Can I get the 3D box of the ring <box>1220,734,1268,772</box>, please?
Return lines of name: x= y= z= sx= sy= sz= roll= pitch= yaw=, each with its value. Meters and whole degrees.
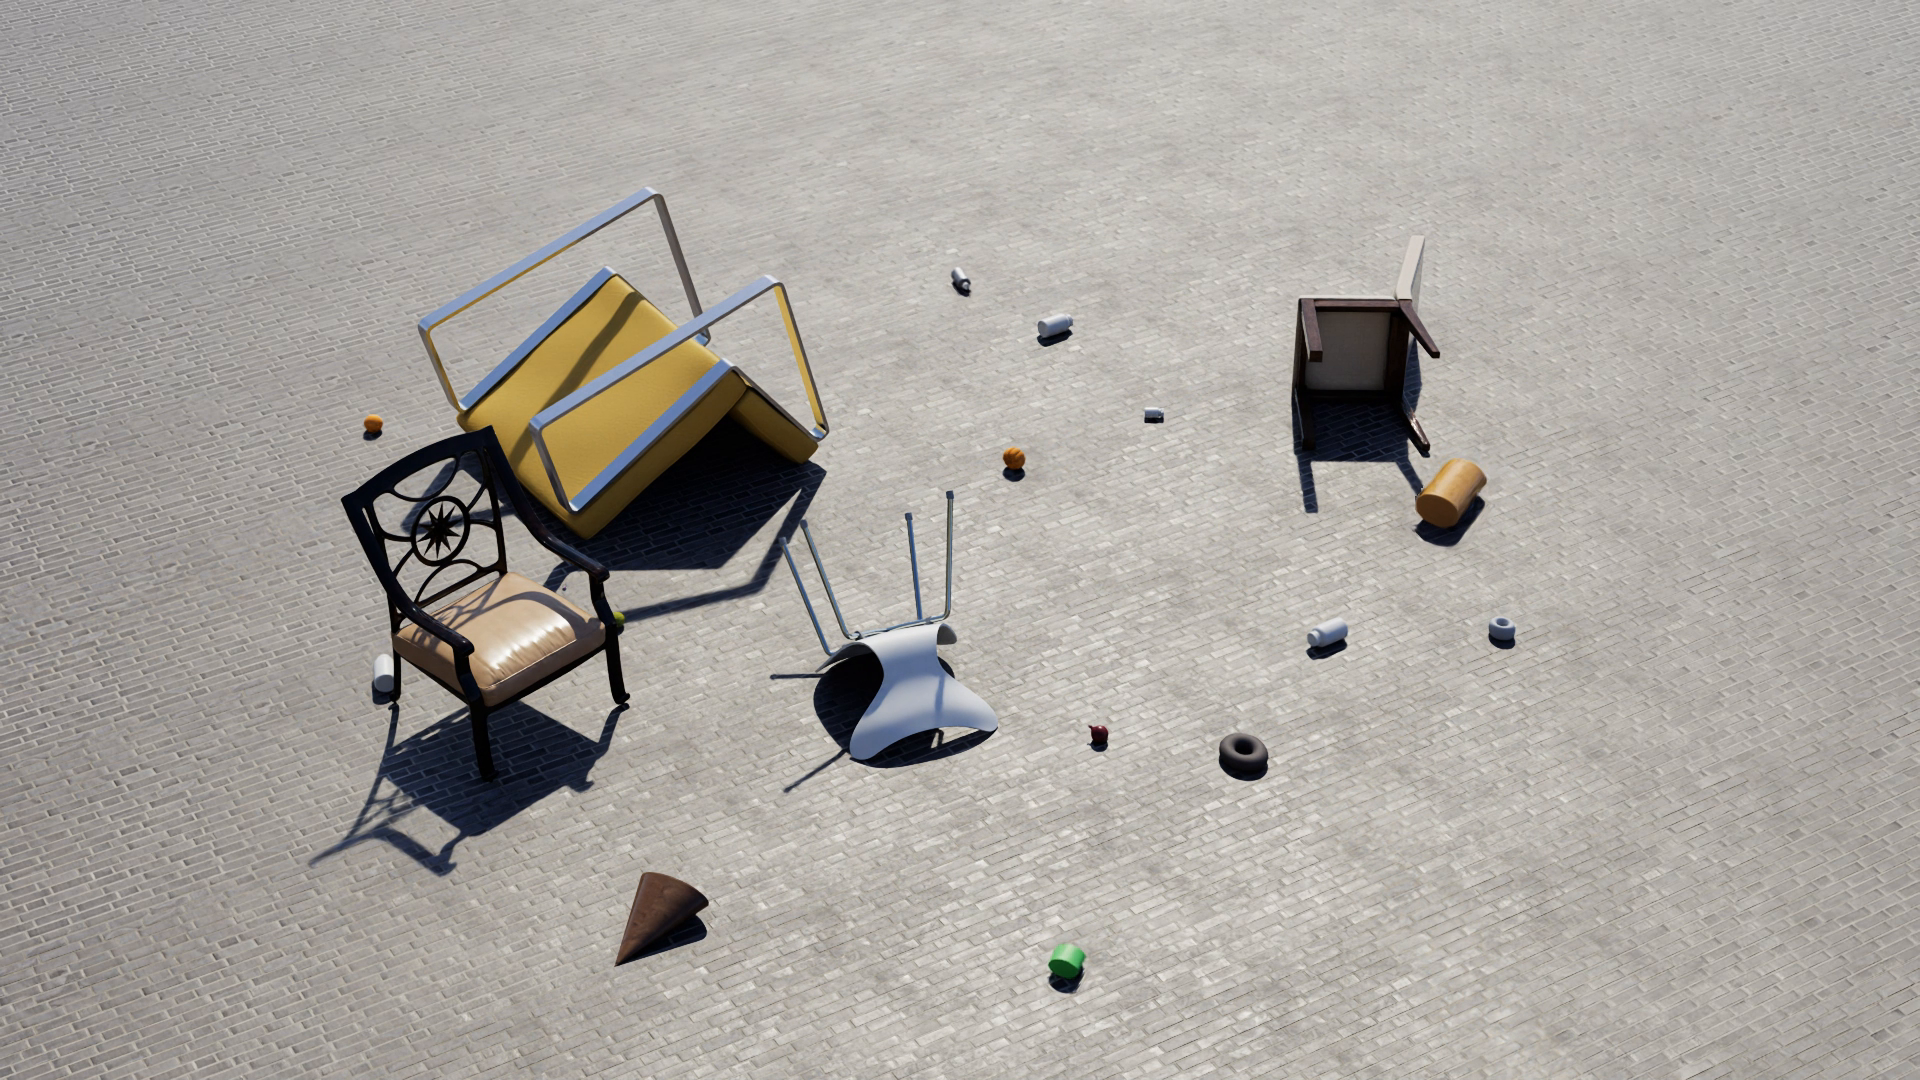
ring: x=0.950 y=0.711 z=9.816 sx=0.155 sy=0.055 sz=0.184 roll=-20 pitch=39 yaw=-25

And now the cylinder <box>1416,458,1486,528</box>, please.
cylinder: x=1.858 y=-0.178 z=11.093 sx=0.173 sy=0.133 sz=0.290 roll=25 pitch=40 yaw=18

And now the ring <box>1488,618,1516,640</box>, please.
ring: x=1.925 y=0.315 z=10.416 sx=0.101 sy=0.057 sz=0.083 roll=26 pitch=43 yaw=36

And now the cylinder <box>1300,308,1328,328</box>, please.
cylinder: x=1.486 y=-0.937 z=12.326 sx=0.081 sy=0.044 sz=0.095 roll=26 pitch=41 yaw=28

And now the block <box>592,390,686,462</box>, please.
block: x=-1.261 y=-0.447 z=11.508 sx=0.340 sy=0.126 sz=0.152 roll=-27 pitch=42 yaw=-34

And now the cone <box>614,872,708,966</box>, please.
cone: x=-0.975 y=1.201 z=9.063 sx=0.260 sy=0.132 sz=0.337 roll=14 pitch=47 yaw=28

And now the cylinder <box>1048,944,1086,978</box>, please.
cylinder: x=0.327 y=1.283 z=8.933 sx=0.096 sy=0.070 sz=0.073 roll=14 pitch=38 yaw=14
